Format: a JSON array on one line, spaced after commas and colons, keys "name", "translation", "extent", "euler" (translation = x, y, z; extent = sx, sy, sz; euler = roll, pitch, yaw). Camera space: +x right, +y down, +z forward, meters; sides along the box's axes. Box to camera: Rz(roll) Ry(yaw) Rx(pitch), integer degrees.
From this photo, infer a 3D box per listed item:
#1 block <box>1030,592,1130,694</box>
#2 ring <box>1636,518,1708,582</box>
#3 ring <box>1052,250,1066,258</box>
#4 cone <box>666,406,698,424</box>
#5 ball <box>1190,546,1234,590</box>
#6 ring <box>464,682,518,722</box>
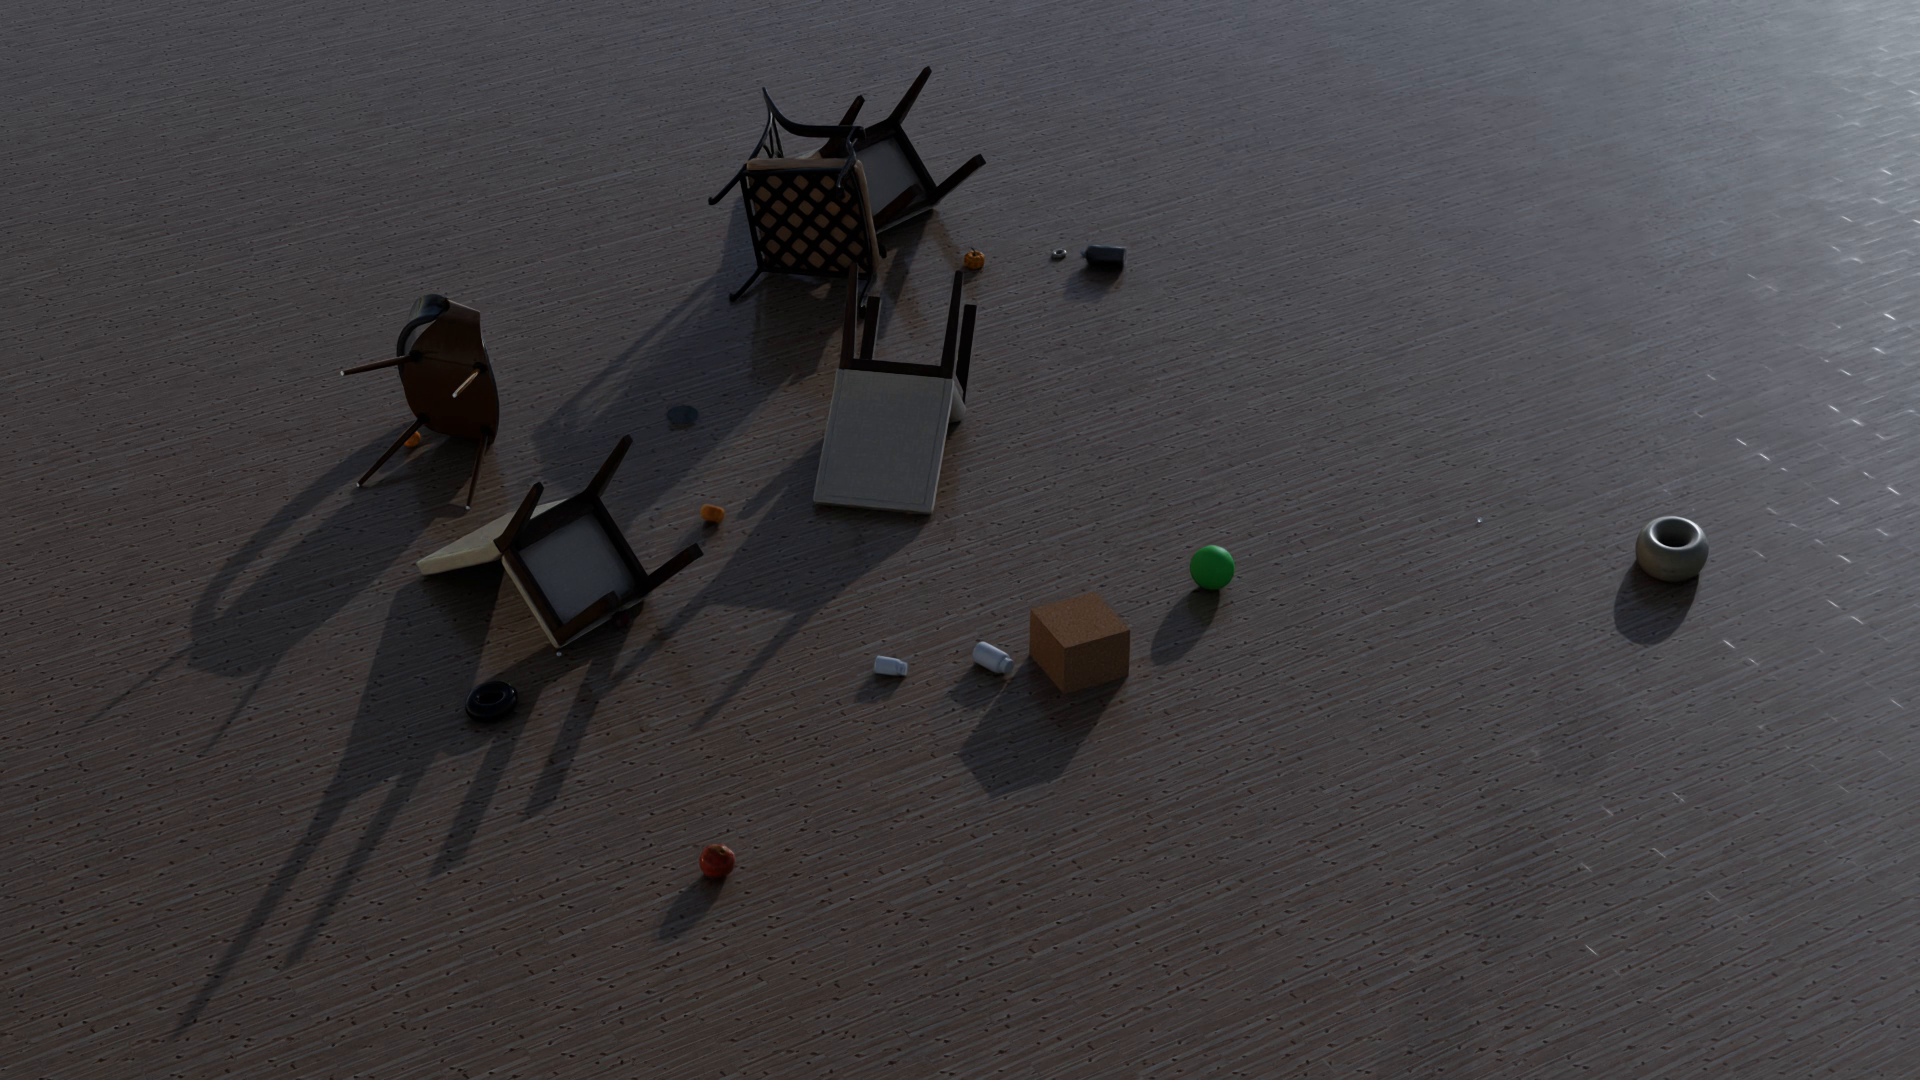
[{"name": "block", "translation": [0.417, 0.356, 10.227], "extent": [0.255, 0.194, 0.262], "euler": [-15, 36, -21]}, {"name": "ring", "translation": [2.616, 0.033, 10.775], "extent": [0.262, 0.133, 0.330], "euler": [7, 33, 14]}, {"name": "ring", "translation": [0.433, -1.252, 12.828], "extent": [0.076, 0.018, 0.057], "euler": [-28, 43, -34]}, {"name": "cone", "translation": [-1.102, -0.499, 11.675], "extent": [0.127, 0.070, 0.052], "euler": [-2, 0, 0]}, {"name": "ball", "translation": [0.916, 0.101, 10.643], "extent": [0.163, 0.163, 0.163], "euler": [0, 33, 0]}, {"name": "ring", "translation": [-1.605, 0.554, 10.046], "extent": [0.173, 0.064, 0.208], "euler": [12, 34, 19]}]
